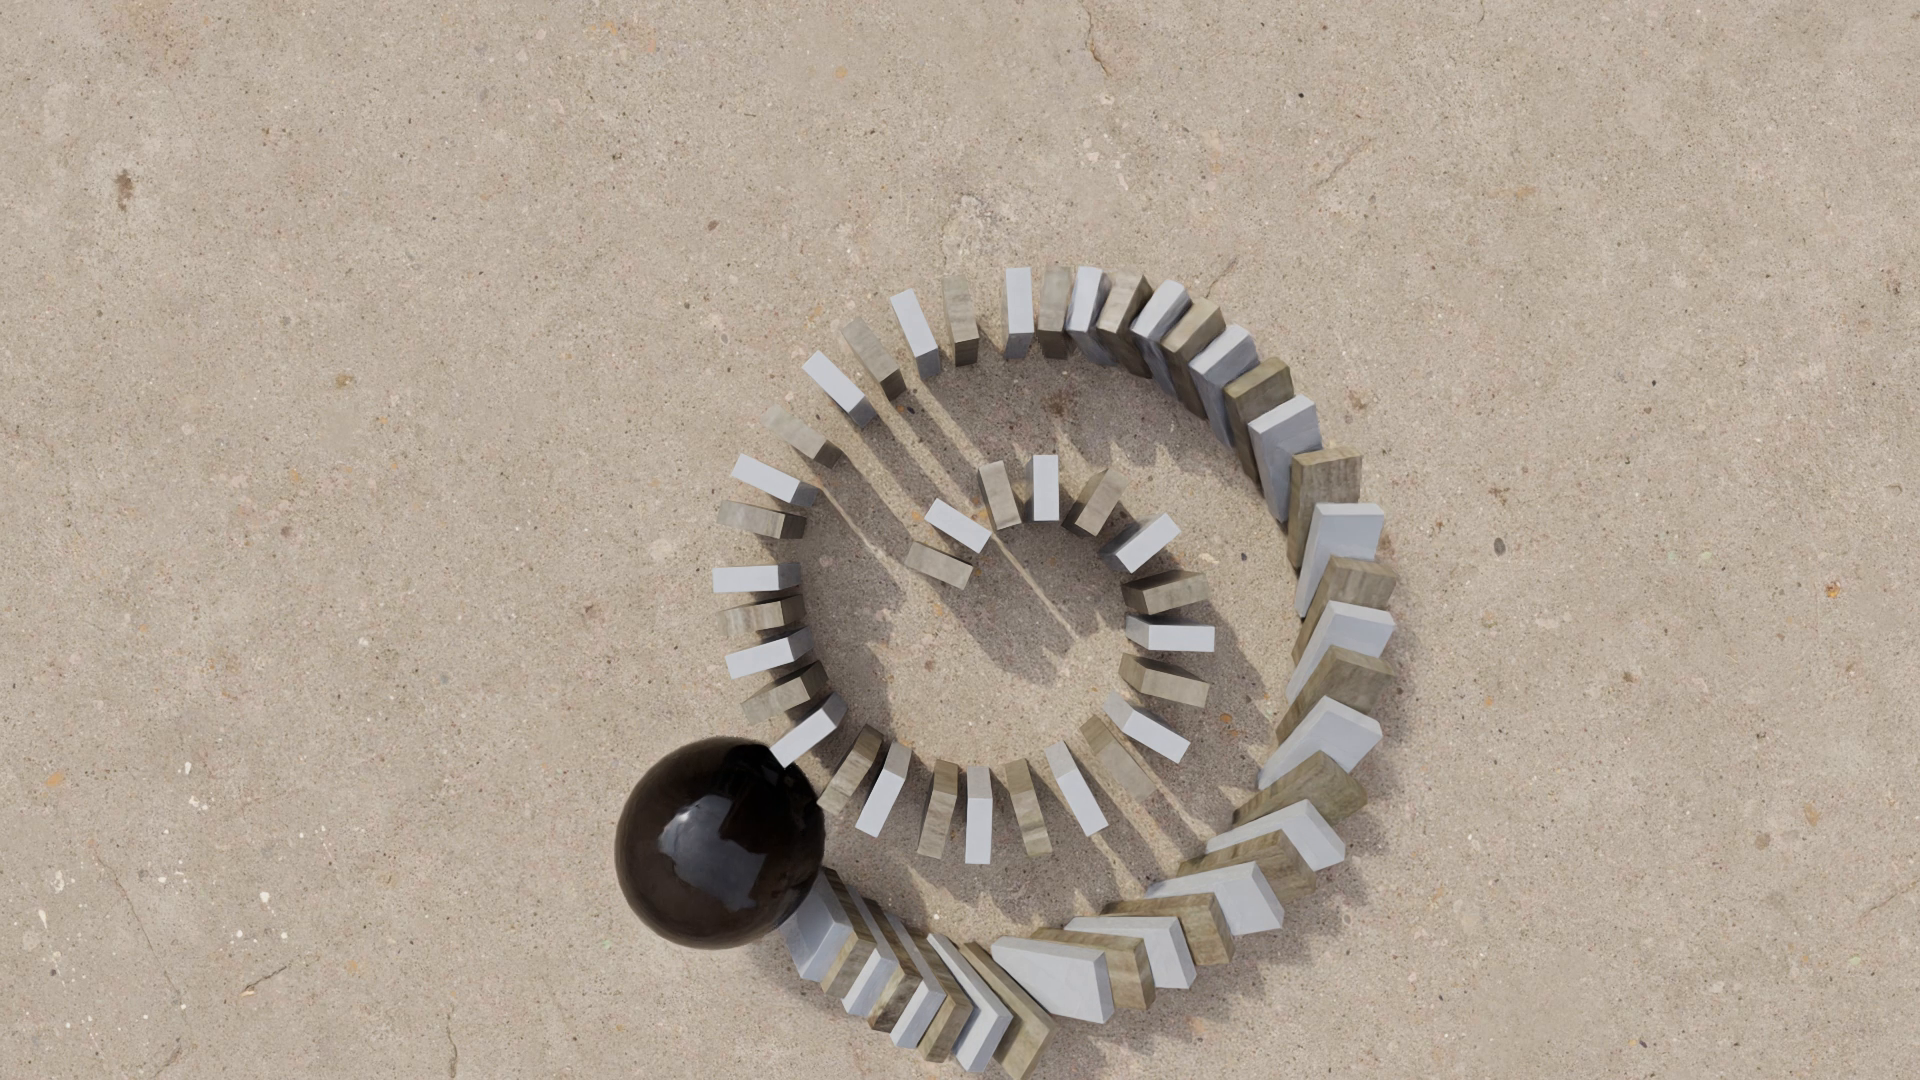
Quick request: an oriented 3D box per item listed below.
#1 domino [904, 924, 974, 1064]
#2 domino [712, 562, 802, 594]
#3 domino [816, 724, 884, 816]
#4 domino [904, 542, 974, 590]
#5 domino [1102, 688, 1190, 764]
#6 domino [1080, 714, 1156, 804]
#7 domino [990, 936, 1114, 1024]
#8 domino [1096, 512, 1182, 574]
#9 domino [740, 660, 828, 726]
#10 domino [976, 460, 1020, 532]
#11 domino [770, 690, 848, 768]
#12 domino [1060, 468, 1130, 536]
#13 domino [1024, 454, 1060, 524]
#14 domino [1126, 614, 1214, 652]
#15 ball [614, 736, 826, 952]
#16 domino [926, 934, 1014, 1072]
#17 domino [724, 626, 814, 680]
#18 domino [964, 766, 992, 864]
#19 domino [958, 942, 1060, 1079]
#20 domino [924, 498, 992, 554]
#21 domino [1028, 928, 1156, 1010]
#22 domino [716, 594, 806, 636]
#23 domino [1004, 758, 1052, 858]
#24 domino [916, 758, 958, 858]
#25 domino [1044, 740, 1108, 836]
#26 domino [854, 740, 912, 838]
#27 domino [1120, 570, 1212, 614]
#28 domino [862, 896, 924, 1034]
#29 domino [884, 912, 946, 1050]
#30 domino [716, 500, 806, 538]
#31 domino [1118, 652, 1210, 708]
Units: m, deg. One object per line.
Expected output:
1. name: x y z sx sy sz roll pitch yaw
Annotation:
1. domino: -0.016 0.185 0.376 0.009 0.050 0.025 29 90 -32
2. domino: -0.082 0.015 0.375 0.025 0.050 0.010 -3 90 0
3. domino: -0.044 0.093 0.375 0.010 0.050 0.025 34 90 0
4. domino: -0.008 0.010 0.375 0.025 0.050 0.010 23 90 0
5. domino: 0.075 0.075 0.375 0.025 0.050 0.010 30 90 0
6. domino: 0.064 0.088 0.375 0.010 0.050 0.025 -41 90 0
7. domino: 0.038 0.182 0.381 0.050 0.009 0.025 -10 90 37
8. domino: 0.072 0.001 0.375 0.025 0.050 0.009 -40 90 0
9. domino: -0.071 0.062 0.375 0.025 0.050 0.010 -25 90 0
10. domino: 0.015 -0.017 0.375 0.009 0.050 0.025 -17 90 0
11. domino: -0.061 0.076 0.375 0.025 0.050 0.009 -38 90 -2
12. domino: 0.055 -0.014 0.375 0.010 0.050 0.025 32 90 0
13. domino: 0.033 -0.020 0.375 0.009 0.050 0.025 -1 90 0
14. domino: 0.085 0.038 0.375 0.025 0.050 0.010 2 90 0
15. ball: -0.093 0.118 0.360 0.080 0.080 0.080 0 90 0
16. domino: -0.002 0.189 0.378 0.009 0.050 0.025 29 90 -40
17. domino: -0.077 0.045 0.375 0.025 0.050 0.009 -17 90 0
18. domino: 0.007 0.111 0.375 0.010 0.050 0.025 2 90 0
19. domino: 0.015 0.195 0.381 0.050 0.009 0.025 32 92 36
20. domino: -0.001 -0.005 0.375 0.025 0.050 0.010 32 90 0
21. domino: 0.054 0.178 0.381 0.050 0.009 0.025 -12 91 37
22. domino: -0.080 0.030 0.375 0.025 0.050 0.010 -10 90 0
23. domino: 0.027 0.108 0.375 0.010 0.050 0.025 -17 90 0
24. domino: -0.009 0.109 0.375 0.009 0.050 0.025 15 90 0
25. domino: 0.047 0.100 0.375 0.009 0.050 0.025 -29 90 0
26. domino: -0.031 0.101 0.375 0.009 0.050 0.025 26 90 0
27. domino: 0.083 0.021 0.375 0.025 0.050 0.010 -16 90 0
28. domino: -0.035 0.173 0.376 0.010 0.050 0.025 31 90 -31
29. domino: -0.026 0.179 0.376 0.010 0.050 0.025 31 90 -31
30. domino: -0.080 -0.008 0.375 0.025 0.050 0.010 14 90 0
31. domino: 0.082 0.057 0.375 0.025 0.050 0.010 14 90 0
